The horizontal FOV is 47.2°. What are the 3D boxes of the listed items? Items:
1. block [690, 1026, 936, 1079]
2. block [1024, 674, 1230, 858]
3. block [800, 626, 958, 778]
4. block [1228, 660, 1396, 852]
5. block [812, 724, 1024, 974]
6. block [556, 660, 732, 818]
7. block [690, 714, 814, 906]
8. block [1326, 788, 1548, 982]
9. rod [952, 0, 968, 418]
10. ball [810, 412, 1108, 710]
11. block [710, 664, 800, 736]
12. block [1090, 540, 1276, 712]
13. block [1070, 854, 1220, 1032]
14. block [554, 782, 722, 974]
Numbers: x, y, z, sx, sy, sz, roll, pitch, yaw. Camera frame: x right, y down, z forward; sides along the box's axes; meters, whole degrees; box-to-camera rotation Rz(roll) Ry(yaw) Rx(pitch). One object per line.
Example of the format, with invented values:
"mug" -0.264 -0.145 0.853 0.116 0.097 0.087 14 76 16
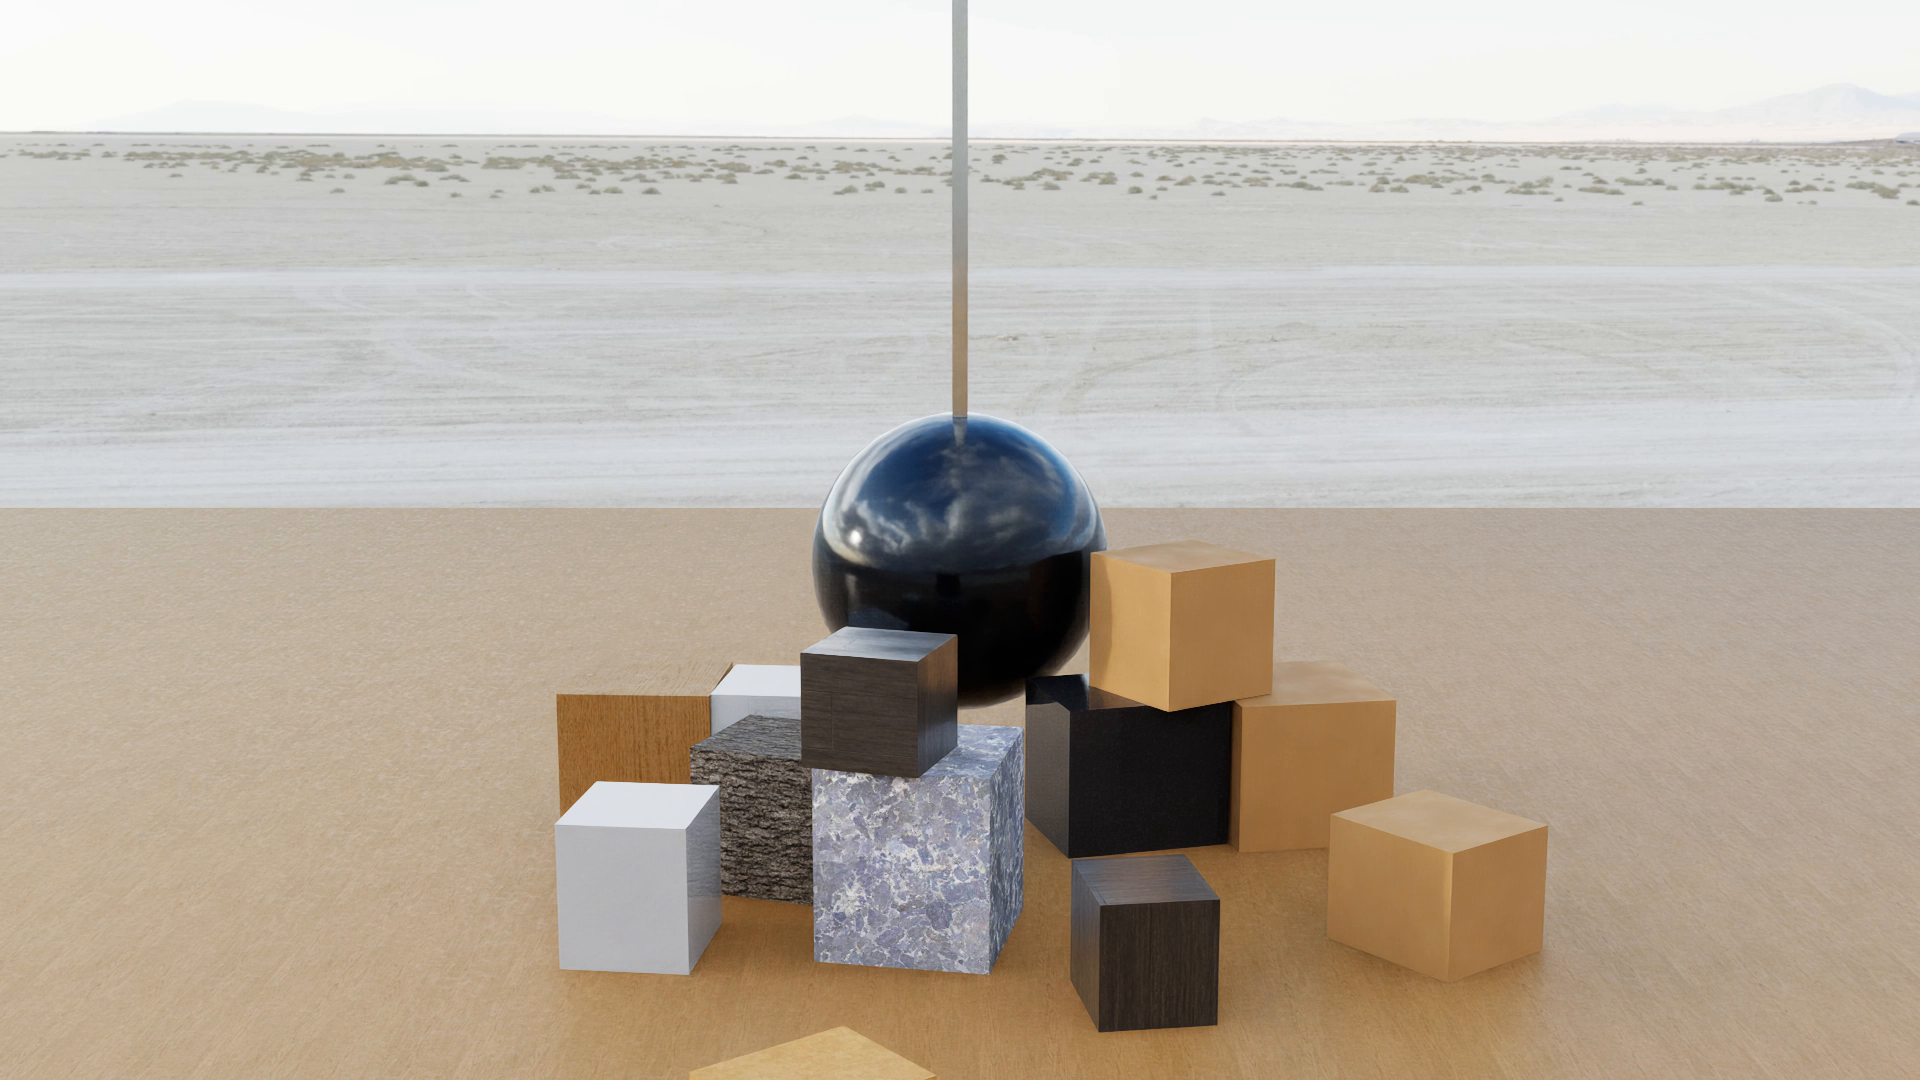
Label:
"block" -0.471 1.984 7.089 0.606 0.560 0.514 -8 13 -38
"block" 0.846 1.126 11.270 0.847 0.752 0.714 -3 11 -16
"block" -0.344 0.693 9.513 0.526 0.504 0.529 3 11 18
"block" 1.708 1.102 11.414 0.801 0.747 0.887 -2 10 -10
"block" -0.169 1.340 9.779 0.772 0.864 0.844 2 11 11
"block" -1.609 1.090 11.385 0.768 0.782 0.749 1 10 3
"block" -0.834 1.285 10.545 0.681 0.699 0.650 4 11 20
"block" 2.097 1.506 9.689 0.633 0.570 0.688 -8 13 -37
"rod" 0.000 -3.154 10.878 0.080 5.200 0.080 0 16 0
"ball" 0.000 0.112 11.826 1.600 1.600 1.600 0 10 0
"block" -0.862 1.104 11.303 0.702 0.783 0.639 1 10 6
"block" 1.119 0.419 11.125 0.669 0.692 0.644 -7 12 -33
"block" 0.751 1.646 9.032 0.487 0.531 0.570 -2 10 -8
"block" -1.400 1.473 9.659 0.567 0.647 0.639 1 10 6
